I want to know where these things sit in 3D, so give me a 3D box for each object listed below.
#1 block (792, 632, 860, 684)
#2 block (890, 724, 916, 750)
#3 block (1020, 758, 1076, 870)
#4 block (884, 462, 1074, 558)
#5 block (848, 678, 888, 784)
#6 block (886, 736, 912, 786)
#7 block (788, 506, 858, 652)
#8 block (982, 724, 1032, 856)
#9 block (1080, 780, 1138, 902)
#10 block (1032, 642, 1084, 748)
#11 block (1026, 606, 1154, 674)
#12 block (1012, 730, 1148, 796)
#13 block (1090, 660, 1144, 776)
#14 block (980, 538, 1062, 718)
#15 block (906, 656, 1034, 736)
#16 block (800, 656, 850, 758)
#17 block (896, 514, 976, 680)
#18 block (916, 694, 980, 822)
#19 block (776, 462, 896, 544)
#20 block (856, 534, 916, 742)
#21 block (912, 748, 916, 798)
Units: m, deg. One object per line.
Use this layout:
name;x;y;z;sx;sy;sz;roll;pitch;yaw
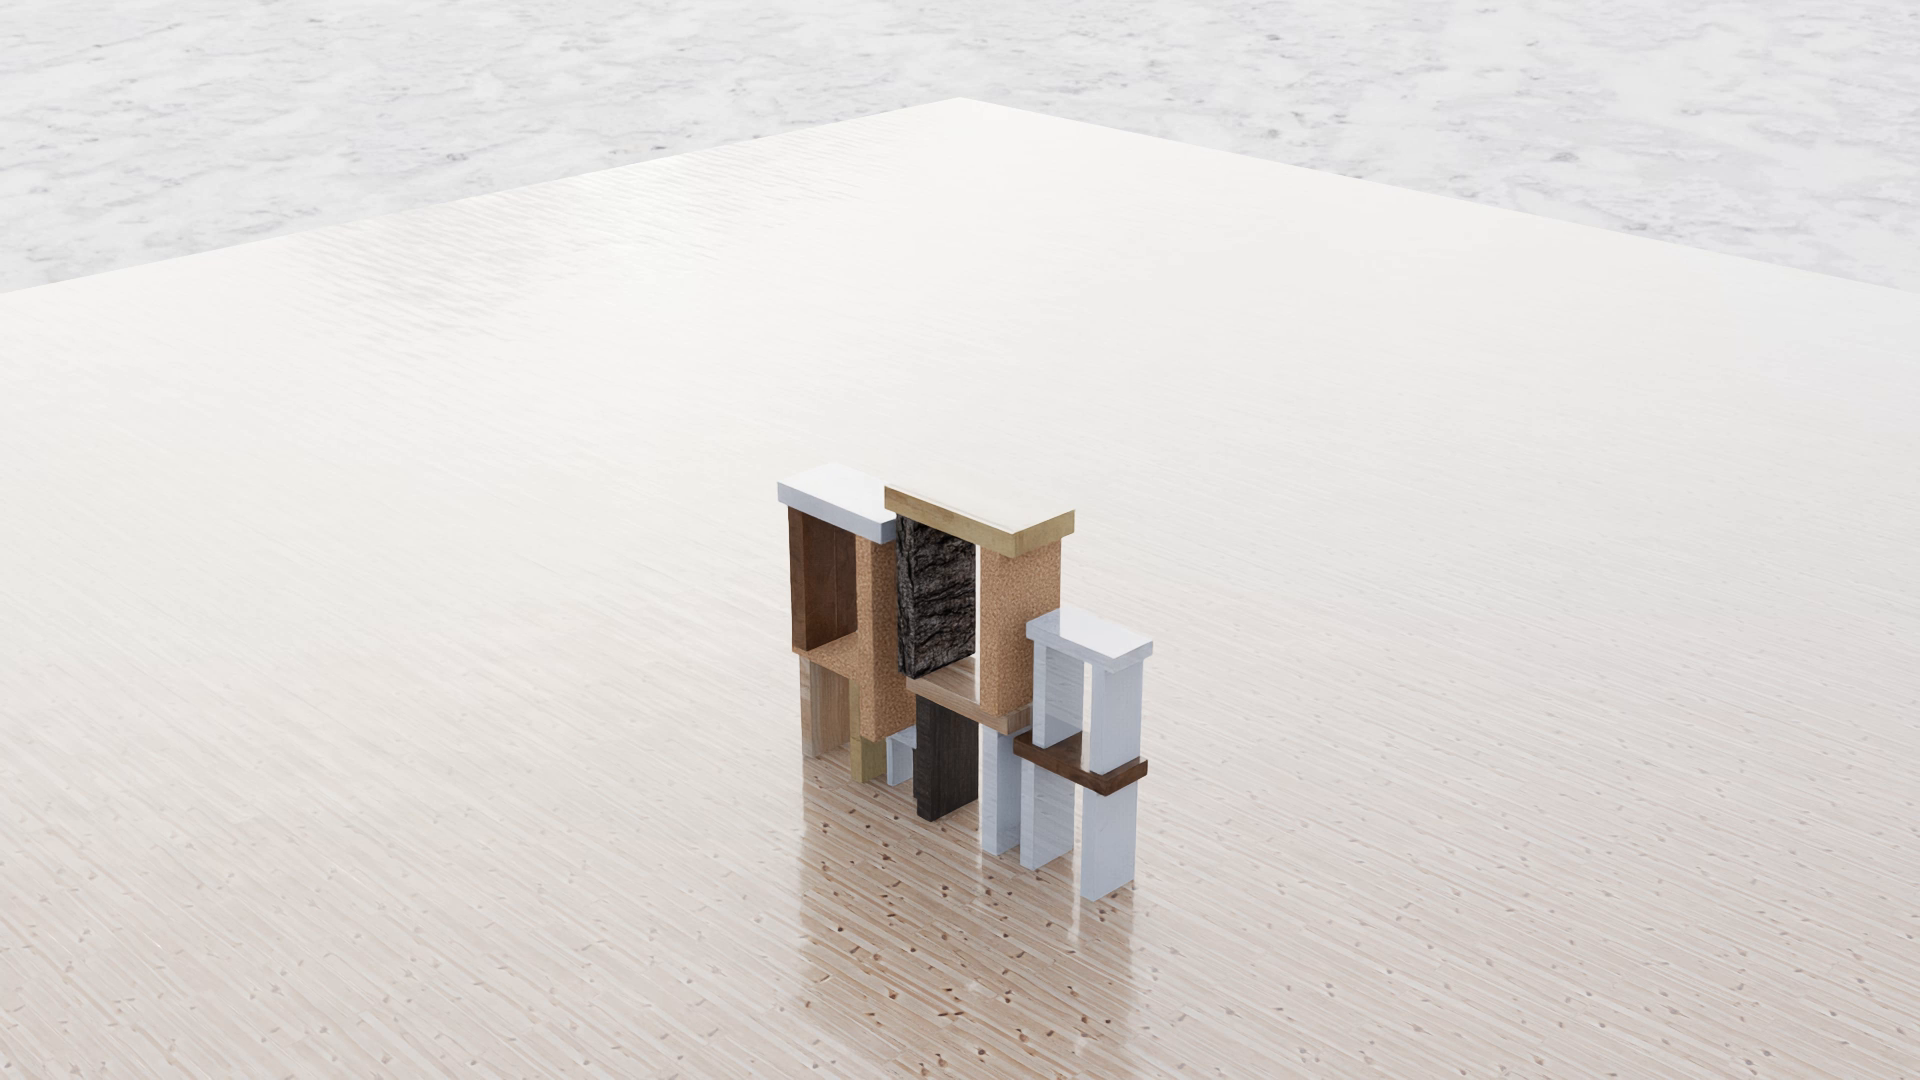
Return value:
block;-0.229;0.235;4.569;0.232;0.033;0.116;21;31;41
block;-0.099;0.397;4.505;0.058;0.016;0.116;-22;31;-40
block;0.171;0.510;4.256;0.033;0.236;0.118;21;31;41
block;0.034;-0.059;4.162;0.339;0.048;0.170;21;31;41
block;-0.175;0.379;4.571;0.033;0.232;0.116;21;31;41
block;-0.125;0.447;4.557;0.058;0.116;0.016;-21;31;-40
block;-0.277;0.059;4.543;0.044;0.313;0.157;21;31;41
block;0.106;0.467;4.306;0.039;0.276;0.138;21;31;41
block;0.282;0.554;4.154;0.033;0.236;0.118;21;31;41
block;0.186;0.275;4.146;0.031;0.216;0.108;21;31;41
block;0.238;0.182;4.051;0.216;0.031;0.108;21;31;41
block;0.226;0.408;4.152;0.236;0.033;0.118;21;31;41
block;0.288;0.315;4.052;0.031;0.216;0.108;21;31;41
block;0.114;0.150;4.164;0.170;0.339;0.048;-21;31;-41
block;0.040;0.297;4.304;0.276;0.039;0.138;21;31;41
block;-0.284;0.336;4.672;0.033;0.232;0.116;21;31;41
block;-0.046;0.088;4.312;0.170;0.339;0.048;-21;31;-41
block;-0.024;0.416;4.426;0.039;0.276;0.138;21;31;41
block;-0.206;-0.077;4.405;0.157;0.044;0.313;-21;31;-40
block;-0.133;0.178;4.432;0.157;0.446;0.044;-21;31;-40
block;-0.070;0.469;4.507;0.058;0.116;0.016;-21;31;-41
